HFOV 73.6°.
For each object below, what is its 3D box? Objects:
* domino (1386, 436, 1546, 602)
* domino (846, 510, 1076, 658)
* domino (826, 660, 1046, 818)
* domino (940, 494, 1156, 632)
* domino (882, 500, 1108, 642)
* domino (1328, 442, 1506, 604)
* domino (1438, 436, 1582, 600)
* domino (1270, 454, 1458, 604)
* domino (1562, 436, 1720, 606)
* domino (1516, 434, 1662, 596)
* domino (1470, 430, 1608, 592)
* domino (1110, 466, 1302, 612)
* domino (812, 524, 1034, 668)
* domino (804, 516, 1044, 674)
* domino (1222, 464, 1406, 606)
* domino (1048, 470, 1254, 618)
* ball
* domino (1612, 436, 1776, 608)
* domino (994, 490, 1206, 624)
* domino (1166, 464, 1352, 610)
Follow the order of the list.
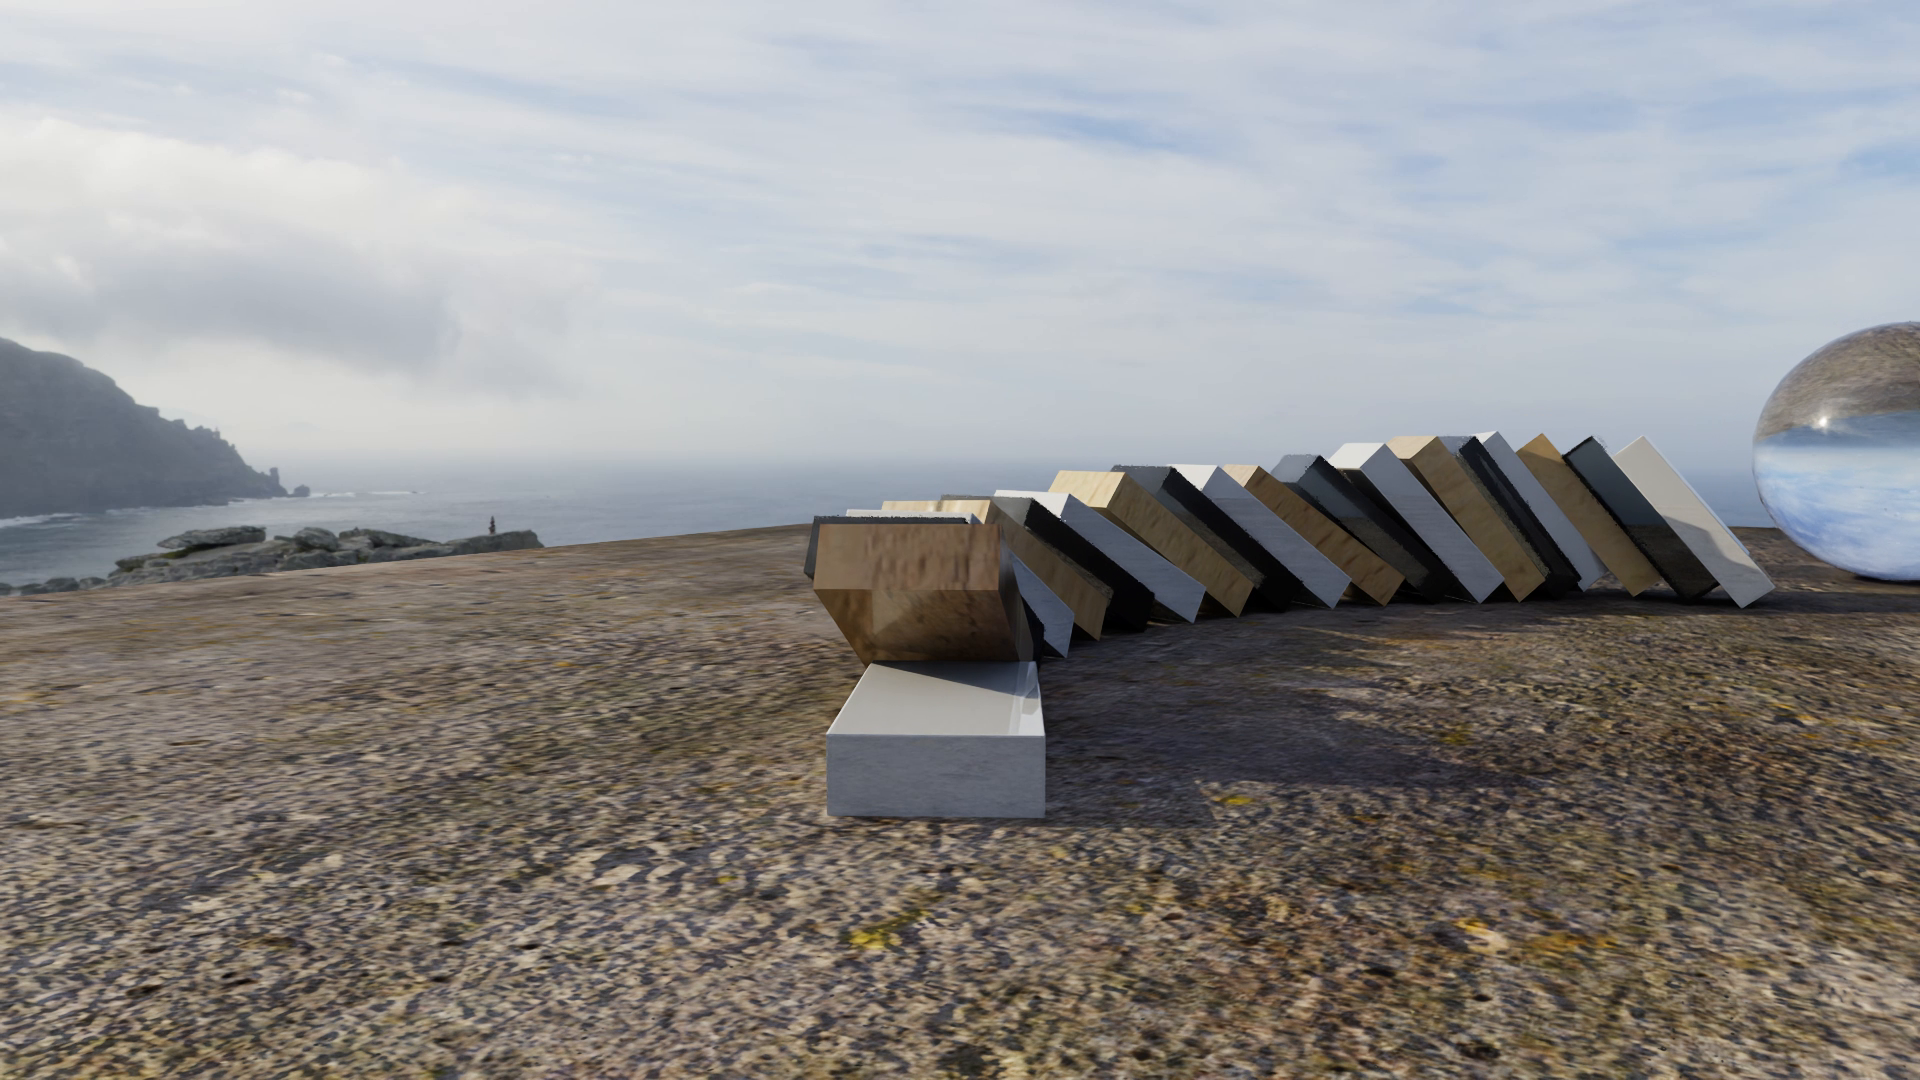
[{"bbox_3d":[0.137,-0.006,0.354,0.010,0.050,0.025,-40,7,-2],"label":"domino"},{"bbox_3d":[0.001,0.009,0.241,0.025,0.010,0.050,2,-22,28],"label":"domino"},{"bbox_3d":[-0.002,0.025,0.171,0.025,0.010,0.050,0,4,2],"label":"domino"},{"bbox_3d":[0.019,0.006,0.282,0.025,0.010,0.050,4,-22,42],"label":"domino"},{"bbox_3d":[0.007,0.007,0.261,0.025,0.009,0.050,1,-23,35],"label":"domino"},{"bbox_3d":[0.123,-0.005,0.350,0.010,0.050,0.025,-44,7,-2],"label":"domino"},{"bbox_3d":[0.149,-0.007,0.358,0.010,0.050,0.025,-40,7,-2],"label":"domino"},{"bbox_3d":[0.108,-0.003,0.348,0.050,0.010,0.025,40,-1,-7],"label":"domino"},{"bbox_3d":[0.187,-0.006,0.353,0.010,0.050,0.025,-42,-17,26],"label":"domino"},{"bbox_3d":[0.179,-0.008,0.365,0.010,0.050,0.025,-41,-15,22],"label":"domino"},{"bbox_3d":[0.159,-0.008,0.366,0.010,0.050,0.025,-40,2,-2],"label":"domino"},{"bbox_3d":[0.060,0.000,0.325,0.050,0.010,0.025,38,-13,-24],"label":"domino"},{"bbox_3d":[-0.004,0.012,0.195,0.025,0.010,0.050,0,-23,9],"label":"domino"},{"bbox_3d":[-0.004,0.011,0.218,0.025,0.010,0.050,1,-23,19],"label":"domino"},{"bbox_3d":[0.092,-0.002,0.344,0.050,0.010,0.025,36,-1,-9],"label":"domino"},{"bbox_3d":[0.046,0.001,0.314,0.050,0.010,0.025,37,-15,-29],"label":"domino"},{"bbox_3d":[0.291,-0.027,0.396,0.080,0.080,0.080,0,4,0],"label":"ball"},{"bbox_3d":[0.198,-0.006,0.346,0.010,0.050,0.025,-42,-17,26],"label":"domino"},{"bbox_3d":[0.032,0.004,0.300,0.050,0.010,0.025,31,-15,-35],"label":"domino"},{"bbox_3d":[0.075,-0.001,0.334,0.050,0.010,0.025,37,-9,-19],"label":"domino"}]
